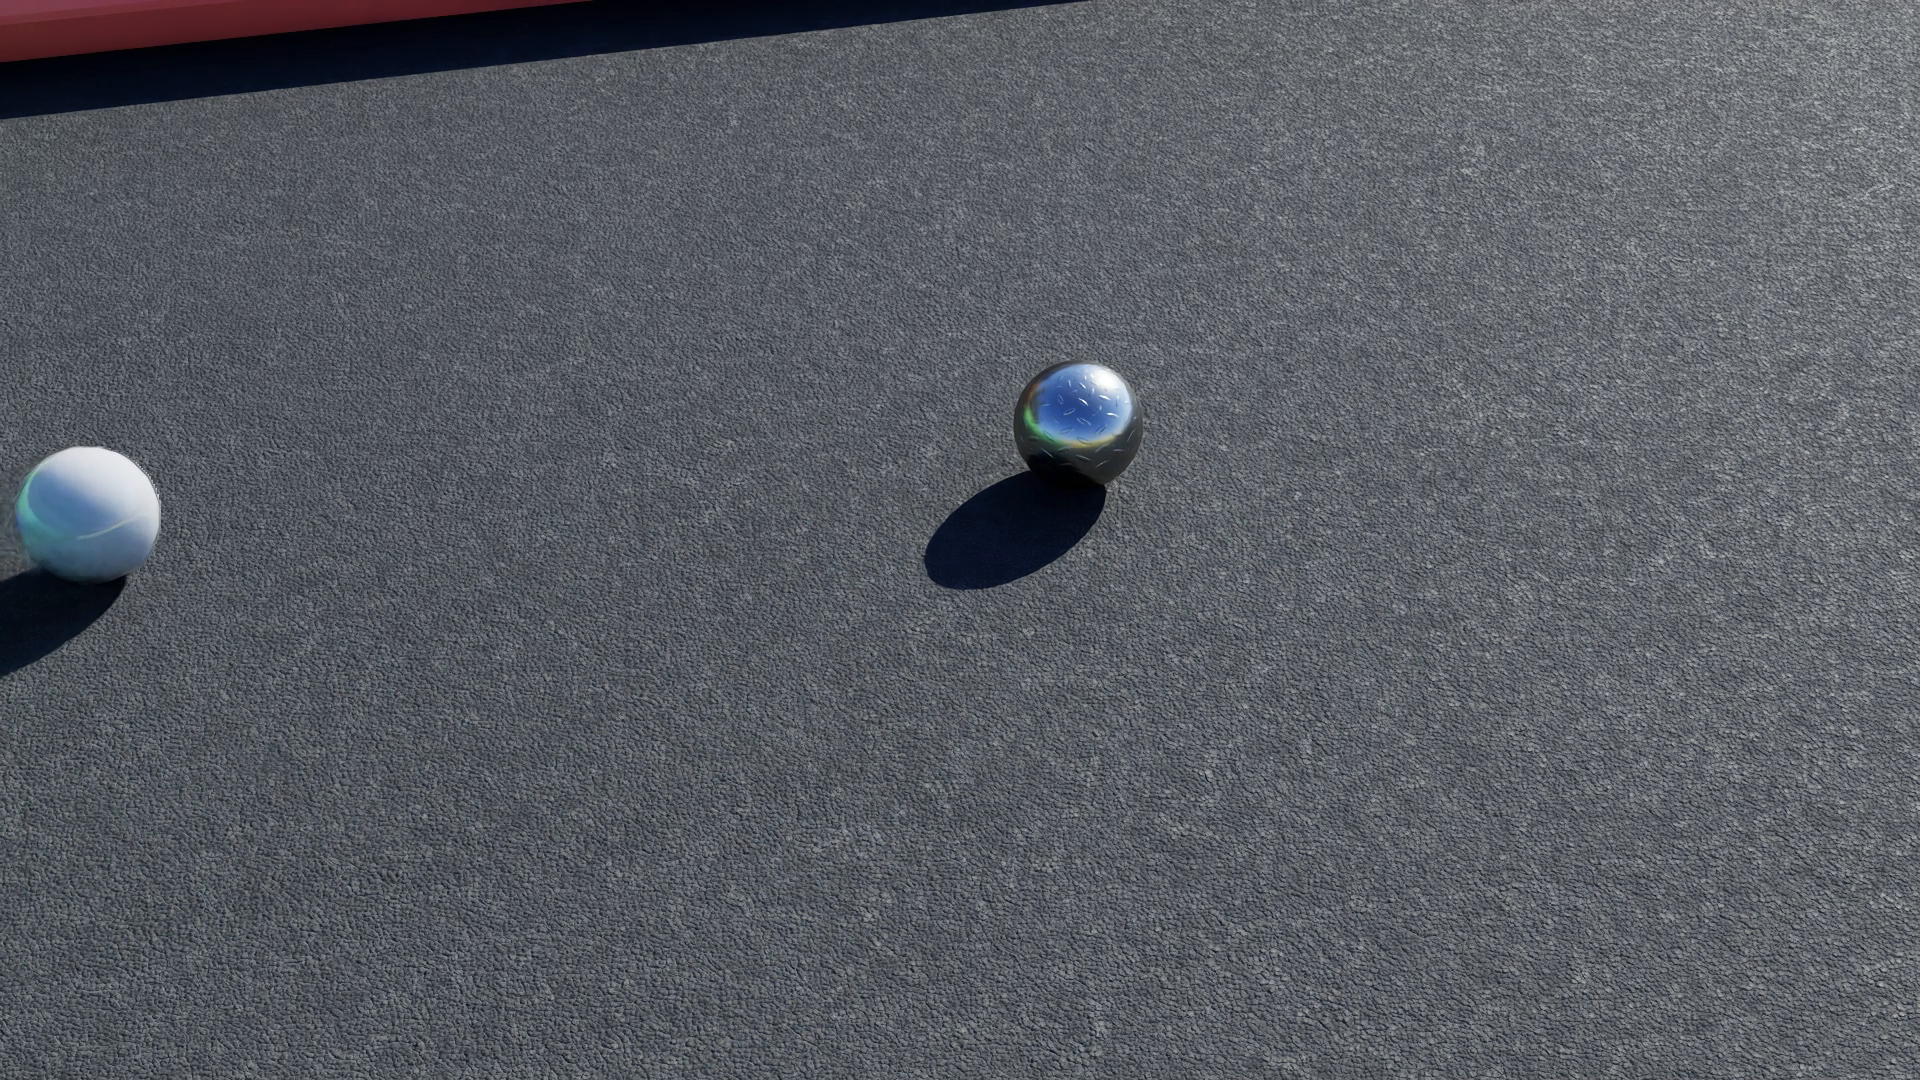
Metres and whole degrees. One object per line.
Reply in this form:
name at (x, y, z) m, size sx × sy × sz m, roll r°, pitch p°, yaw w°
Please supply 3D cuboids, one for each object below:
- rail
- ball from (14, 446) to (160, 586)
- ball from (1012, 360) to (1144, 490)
rail at (0.544, -0.631, 2.357) m, size 3.144 × 0.108 × 0.045 m, roll -9°, pitch 37°, yaw -12°
ball at (-0.522, -0.014, 1.536) m, size 0.083 × 0.083 × 0.083 m, roll 0°, pitch 36°, yaw 0°
ball at (0.074, -0.072, 1.616) m, size 0.082 × 0.082 × 0.082 m, roll 0°, pitch 36°, yaw 0°
